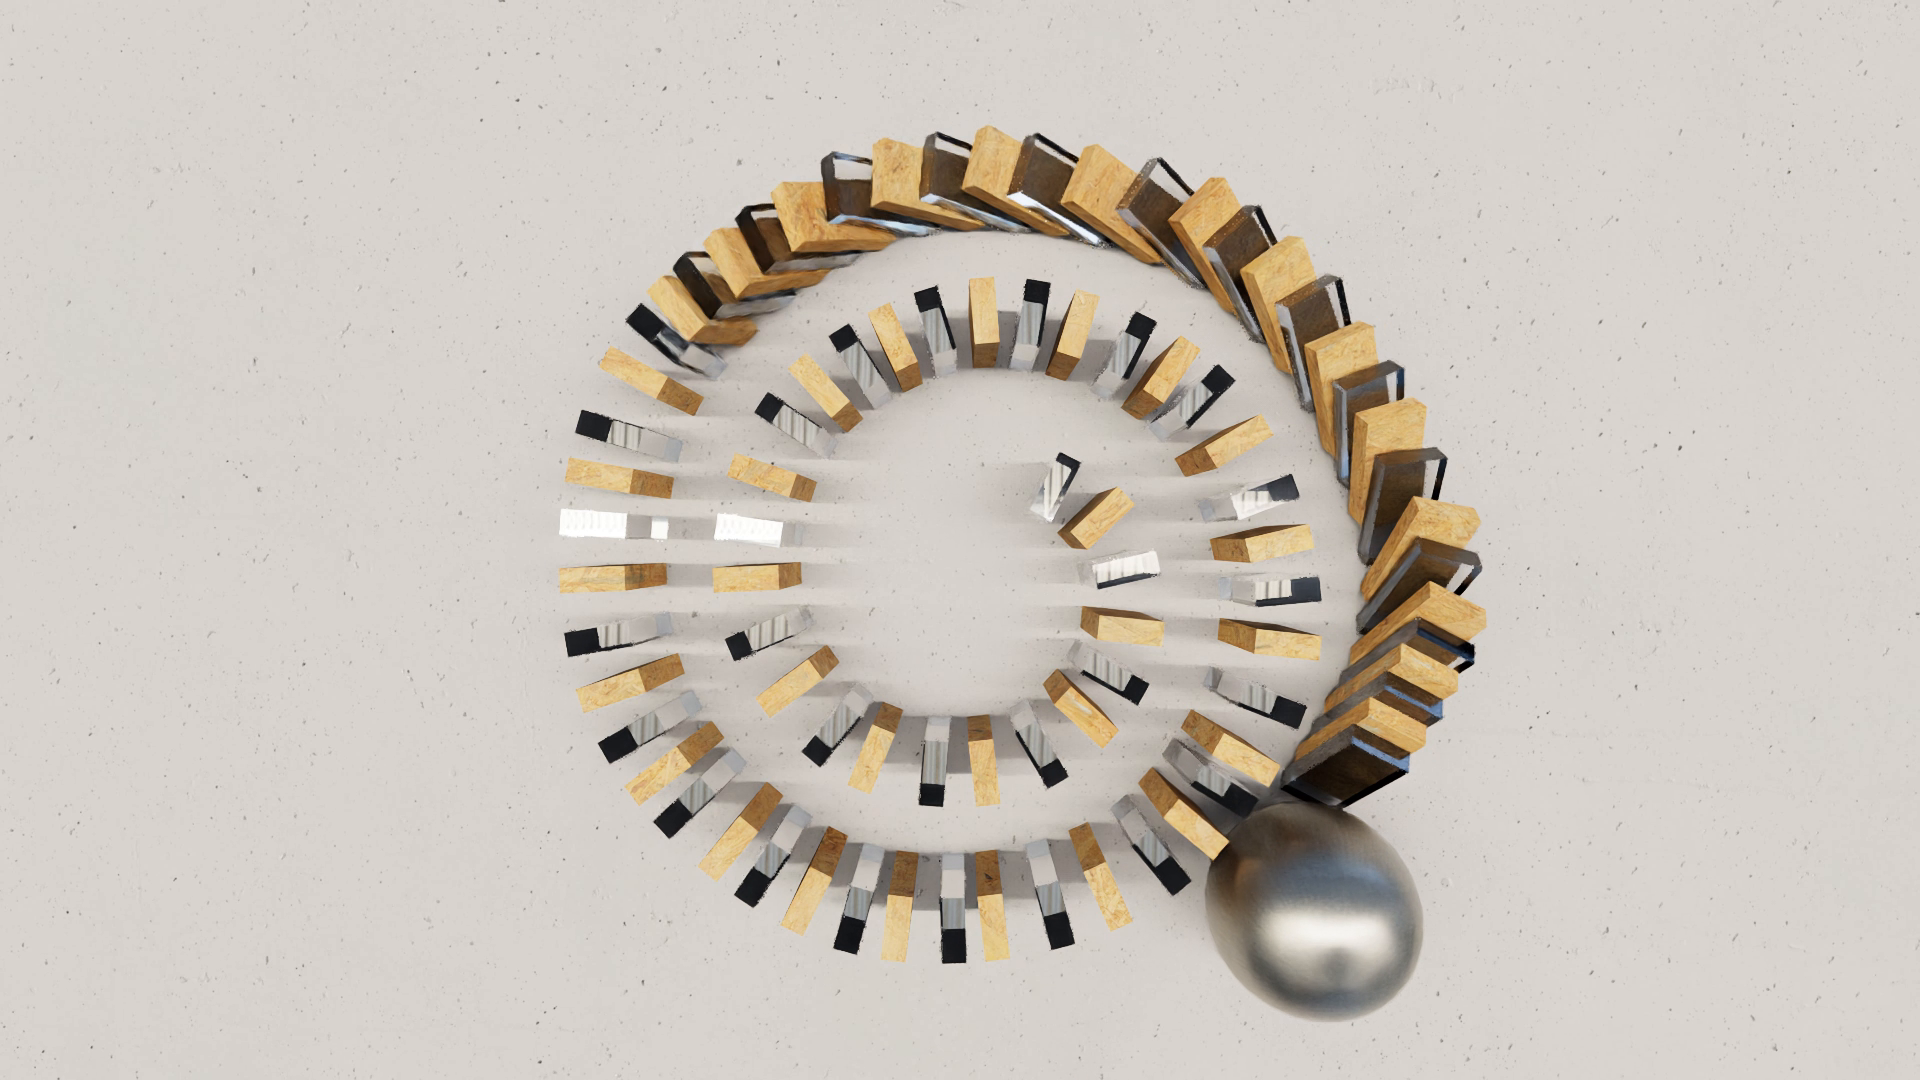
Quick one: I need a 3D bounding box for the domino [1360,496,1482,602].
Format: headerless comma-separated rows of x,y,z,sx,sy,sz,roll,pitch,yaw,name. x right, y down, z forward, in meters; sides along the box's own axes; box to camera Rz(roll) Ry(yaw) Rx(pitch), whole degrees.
0.190,0.007,0.380,0.025,0.009,0.050,11,130,0,domino

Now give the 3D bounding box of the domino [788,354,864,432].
-0.054,-0.059,0.375,0.010,0.050,0.025,-42,90,0,domino

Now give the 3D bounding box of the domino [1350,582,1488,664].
0.188,0.040,0.379,0.025,0.050,0.010,27,46,0,domino

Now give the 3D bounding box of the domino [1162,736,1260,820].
0.101,0.096,0.375,0.025,0.050,0.010,32,90,0,domino

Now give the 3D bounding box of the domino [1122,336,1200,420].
0.081,-0.065,0.375,0.010,0.050,0.025,35,90,0,domino

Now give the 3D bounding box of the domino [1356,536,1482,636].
0.189,0.023,0.380,0.025,0.009,0.050,16,133,0,domino

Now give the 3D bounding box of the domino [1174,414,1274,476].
0.107,-0.038,0.375,0.025,0.050,0.009,-31,90,0,domino

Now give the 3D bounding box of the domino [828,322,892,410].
-0.040,-0.070,0.375,0.009,0.050,0.025,-32,90,0,domino

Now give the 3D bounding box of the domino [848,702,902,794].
-0.034,0.084,0.375,0.009,0.050,0.025,22,90,0,domino

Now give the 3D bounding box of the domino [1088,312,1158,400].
0.066,-0.074,0.375,0.009,0.050,0.025,27,90,0,domino

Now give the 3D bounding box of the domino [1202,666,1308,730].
0.119,0.064,0.375,0.025,0.050,0.010,21,90,0,domino

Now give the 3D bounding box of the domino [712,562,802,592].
-0.082,0.015,0.375,0.025,0.050,0.009,-2,90,0,domino

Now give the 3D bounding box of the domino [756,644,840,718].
-0.065,0.057,0.375,0.025,0.050,0.009,-36,90,0,domino

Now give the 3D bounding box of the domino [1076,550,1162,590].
0.064,0.012,0.375,0.025,0.050,0.009,-13,90,0,domino

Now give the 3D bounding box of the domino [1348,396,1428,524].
0.177,-0.032,0.381,0.025,0.010,0.050,-16,126,-3,domino

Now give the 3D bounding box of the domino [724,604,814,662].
-0.077,0.037,0.375,0.025,0.050,0.010,-23,90,0,domino

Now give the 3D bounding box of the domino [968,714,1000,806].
0.009,0.089,0.375,0.010,0.050,0.025,-7,90,0,domino

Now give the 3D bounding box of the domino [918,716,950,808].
-0.010,0.089,0.375,0.009,0.050,0.025,5,90,0,domino

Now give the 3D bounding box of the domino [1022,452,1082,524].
0.037,-0.021,0.375,0.010,0.050,0.025,27,90,0,domino

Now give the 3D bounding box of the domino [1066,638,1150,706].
0.059,0.053,0.375,0.025,0.050,0.009,30,90,0,domino

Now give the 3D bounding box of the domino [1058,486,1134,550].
0.055,-0.008,0.375,0.025,0.050,0.009,-44,90,0,domino

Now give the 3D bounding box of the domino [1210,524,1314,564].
0.122,0.001,0.375,0.025,0.050,0.009,-13,90,0,domino

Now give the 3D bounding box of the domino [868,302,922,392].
-0.026,-0.078,0.375,0.010,0.050,0.025,-25,90,0,domino

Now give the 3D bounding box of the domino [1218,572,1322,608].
0.125,0.020,0.375,0.025,0.050,0.009,-5,90,0,domino

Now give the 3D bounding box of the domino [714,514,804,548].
-0.081,-0.004,0.375,0.025,0.050,0.009,8,90,0,domino

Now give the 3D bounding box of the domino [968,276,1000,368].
0.009,-0.088,0.375,0.010,0.050,0.025,-5,90,0,domino

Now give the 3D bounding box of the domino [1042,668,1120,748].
0.048,0.068,0.375,0.025,0.050,0.009,42,90,0,domino

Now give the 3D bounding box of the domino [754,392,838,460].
-0.066,-0.046,0.375,0.025,0.050,0.010,33,90,0,domino

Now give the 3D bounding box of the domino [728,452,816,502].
-0.076,-0.025,0.375,0.025,0.050,0.009,19,90,0,domino

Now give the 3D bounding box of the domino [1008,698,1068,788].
0.031,0.082,0.375,0.009,0.050,0.025,-30,90,0,domino

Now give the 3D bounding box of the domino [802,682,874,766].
-0.049,0.074,0.375,0.009,0.050,0.025,40,90,0,domino

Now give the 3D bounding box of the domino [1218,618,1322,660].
0.125,0.040,0.375,0.025,0.050,0.009,6,90,0,domino

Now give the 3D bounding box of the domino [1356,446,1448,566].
0.183,-0.013,0.382,0.025,0.010,0.050,-7,125,0,domino

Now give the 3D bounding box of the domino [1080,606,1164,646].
0.065,0.035,0.375,0.025,0.050,0.009,6,90,0,domino

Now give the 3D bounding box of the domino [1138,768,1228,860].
0.090,0.111,0.375,0.025,0.050,0.010,40,90,0,domino

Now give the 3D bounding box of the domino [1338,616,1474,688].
0.183,0.053,0.378,0.025,0.050,0.010,27,51,0,domino

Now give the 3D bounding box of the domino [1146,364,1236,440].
0.093,-0.055,0.375,0.009,0.050,0.025,44,90,0,domino

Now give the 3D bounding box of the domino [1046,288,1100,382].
0.045,-0.083,0.375,0.010,0.050,0.025,18,90,0,domino

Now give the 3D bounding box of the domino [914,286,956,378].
-0.010,-0.084,0.375,0.010,0.050,0.025,-17,90,0,domino

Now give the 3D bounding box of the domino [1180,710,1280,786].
0.109,0.084,0.375,0.025,0.050,0.009,30,90,0,domino

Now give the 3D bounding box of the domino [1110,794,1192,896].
0.077,0.124,0.375,0.009,0.050,0.025,-39,90,0,domino

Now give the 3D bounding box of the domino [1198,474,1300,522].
0.117,-0.016,0.375,0.025,0.050,0.010,-20,90,0,domino

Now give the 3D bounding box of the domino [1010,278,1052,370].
0.028,-0.087,0.375,0.010,0.050,0.025,9,90,0,domino
